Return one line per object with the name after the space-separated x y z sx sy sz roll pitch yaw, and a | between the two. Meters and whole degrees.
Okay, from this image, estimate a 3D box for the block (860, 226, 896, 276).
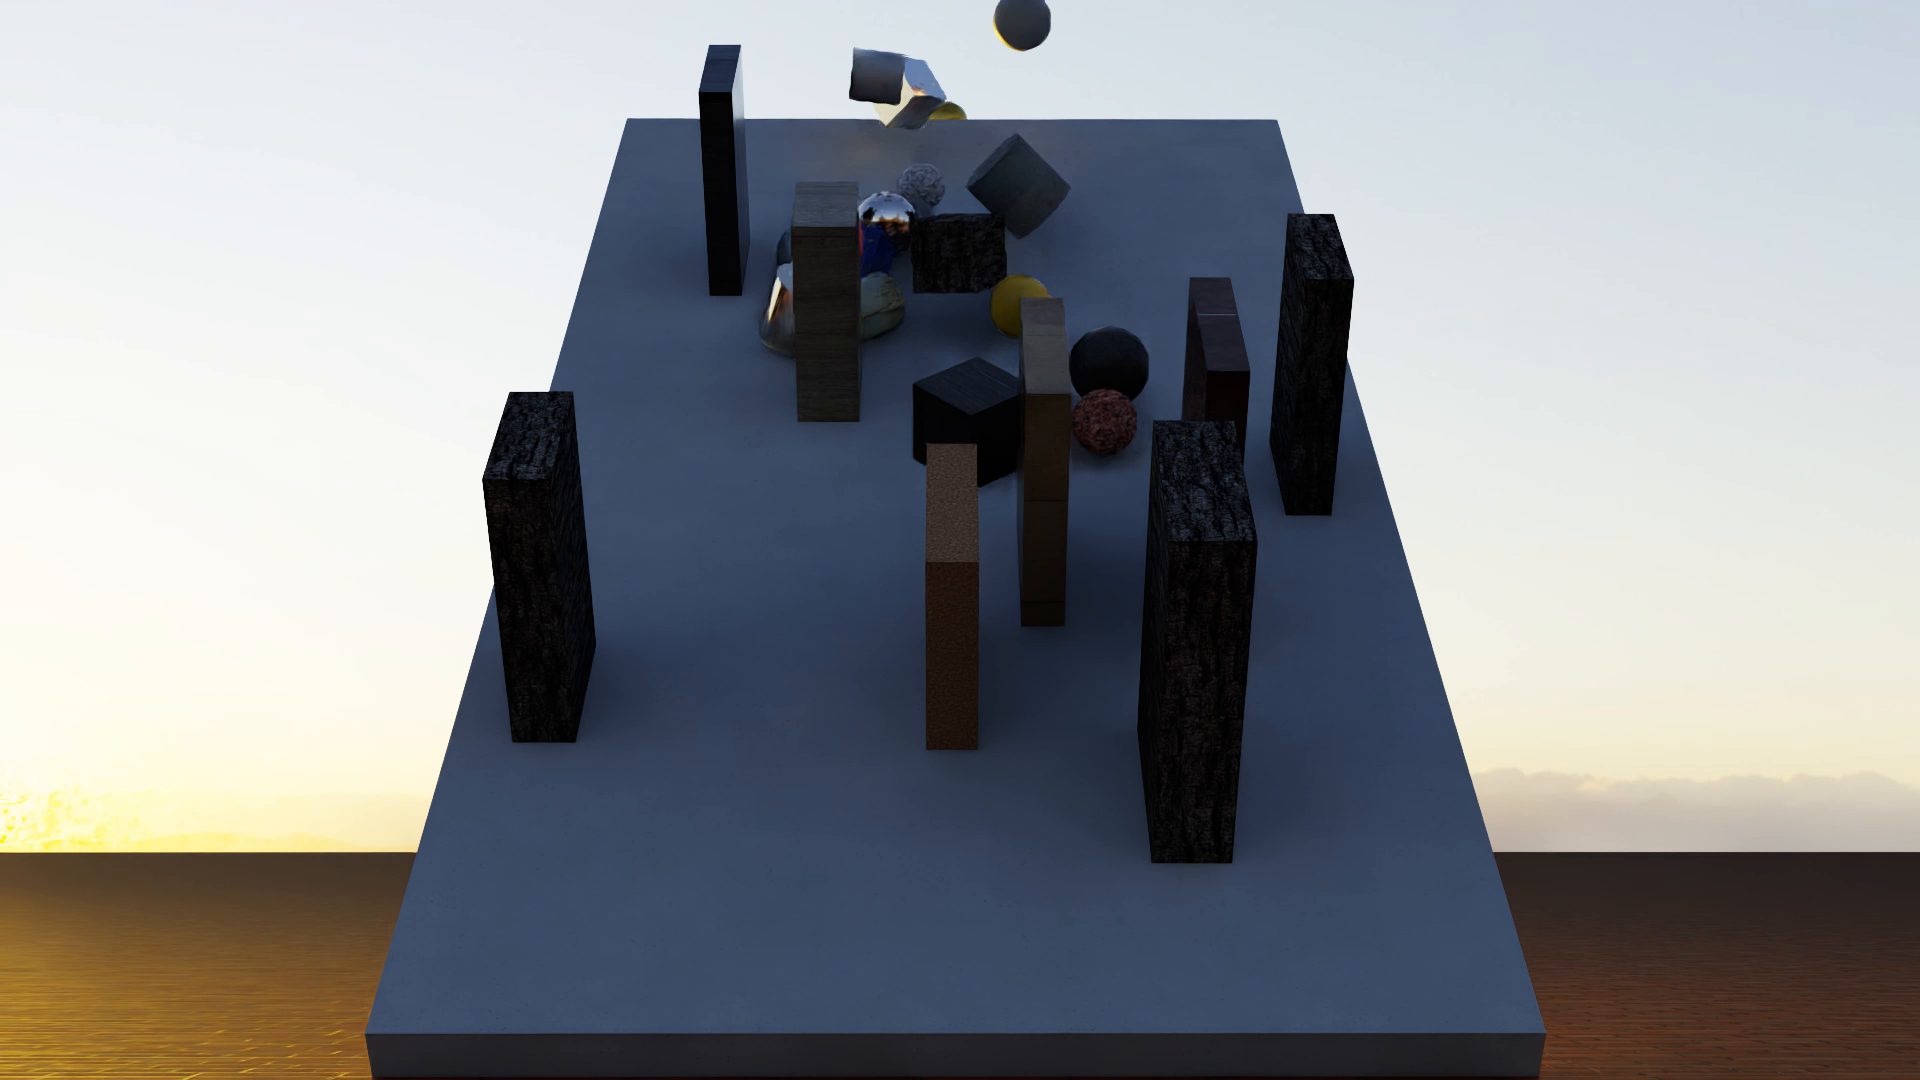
-0.264 -0.748 6.484 0.128 0.128 0.128 13 -16 20 | block

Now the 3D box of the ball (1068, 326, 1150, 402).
0.362 -0.420 5.955 0.199 0.199 0.199 0 -7 0 | ball

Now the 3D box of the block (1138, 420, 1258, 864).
0.429 0.189 4.513 0.148 0.704 0.415 0 32 0 | block

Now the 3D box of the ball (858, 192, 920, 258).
-0.201 -0.855 6.658 0.182 0.182 0.182 0 -7 0 | ball

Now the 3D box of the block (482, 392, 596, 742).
-0.820 0.054 4.812 0.124 0.604 0.336 0 32 0 | block

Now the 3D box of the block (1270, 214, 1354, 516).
0.793 -0.397 5.550 0.104 0.594 0.335 0 32 0 | block

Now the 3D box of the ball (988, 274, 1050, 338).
0.154 -0.598 6.269 0.164 0.164 0.164 0 -7 0 | ball

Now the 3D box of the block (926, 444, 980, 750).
-0.016 0.109 4.886 0.101 0.438 0.443 0 32 0 | block

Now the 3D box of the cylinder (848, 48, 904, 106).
-0.237 -1.315 6.952 0.146 0.146 0.146 6 -8 -5 | cylinder

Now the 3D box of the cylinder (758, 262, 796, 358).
-0.399 -0.575 6.144 0.175 0.175 0.175 15 33 -10 | cylinder

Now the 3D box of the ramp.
-0.015 -0.188 5.863 2.000 0.100 4.000 0 32 0 | ramp

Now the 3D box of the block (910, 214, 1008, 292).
-0.003 -0.737 6.287 0.181 0.181 0.181 3 14 26 | block

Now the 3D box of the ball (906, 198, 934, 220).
-0.125 -0.892 6.780 0.113 0.113 0.113 0 -7 0 | ball

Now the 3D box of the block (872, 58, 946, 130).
-0.163 -1.330 7.287 0.146 0.146 0.146 -7 -28 -50 | block

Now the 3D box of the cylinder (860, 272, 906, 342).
-0.251 -0.588 6.247 0.158 0.158 0.158 -26 12 -41 | cylinder

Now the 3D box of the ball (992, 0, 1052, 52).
0.177 -1.474 6.951 0.168 0.168 0.168 0 -7 0 | ball

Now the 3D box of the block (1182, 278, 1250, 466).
0.512 -0.136 5.038 0.082 0.696 0.404 0 32 0 | block

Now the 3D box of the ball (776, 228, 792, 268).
-0.408 -0.760 6.519 0.165 0.165 0.165 0 -7 0 | ball

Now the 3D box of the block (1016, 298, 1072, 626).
0.175 -0.168 5.213 0.091 0.560 0.425 0 32 0 | block

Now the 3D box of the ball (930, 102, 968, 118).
-0.041 -1.302 7.647 0.134 0.134 0.134 0 -7 0 | ball

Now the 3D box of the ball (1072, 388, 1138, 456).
0.340 -0.279 5.769 0.157 0.157 0.157 0 -7 0 | ball

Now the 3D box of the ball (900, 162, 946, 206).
-0.106 -0.990 6.848 0.129 0.129 0.129 0 -7 0 | ball

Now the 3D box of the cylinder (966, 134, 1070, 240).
0.159 -0.967 6.696 0.203 0.203 0.203 43 -21 -14 | cylinder

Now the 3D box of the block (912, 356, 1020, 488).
0.032 -0.272 5.714 0.202 0.202 0.202 -25 40 -34 | block

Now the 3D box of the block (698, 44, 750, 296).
-0.621 -0.980 6.486 0.085 0.572 0.334 0 32 0 | block

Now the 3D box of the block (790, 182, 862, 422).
-0.318 -0.571 5.891 0.148 0.517 0.251 0 32 0 | block

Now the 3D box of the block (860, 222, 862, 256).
-0.337 -0.754 6.234 0.128 0.128 0.128 23 -50 -26 | block
